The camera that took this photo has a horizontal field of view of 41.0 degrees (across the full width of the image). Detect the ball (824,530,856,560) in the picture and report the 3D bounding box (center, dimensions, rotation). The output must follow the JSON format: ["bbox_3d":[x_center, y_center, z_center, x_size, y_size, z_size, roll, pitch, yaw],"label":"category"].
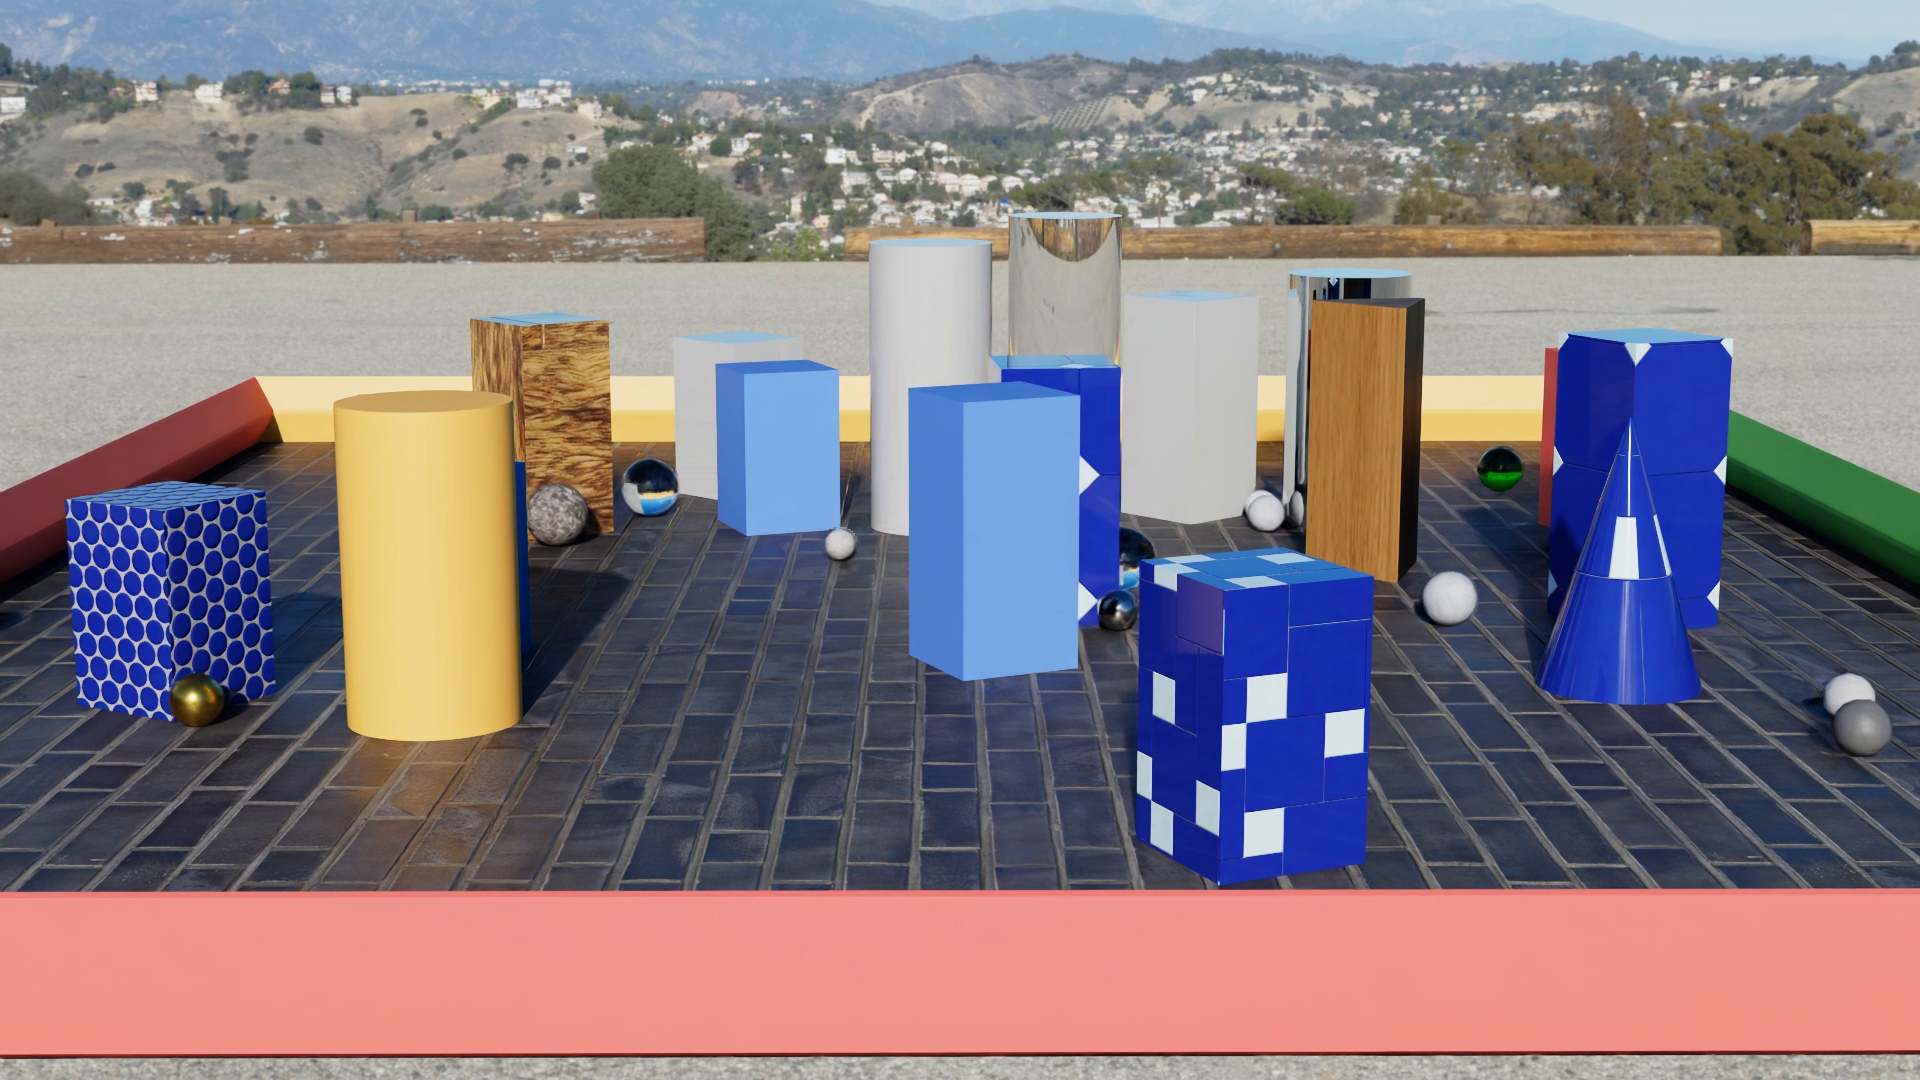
[{"bbox_3d":[-0.178,0.007,3.811,0.046,0.046,0.046,0,11,0],"label":"ball"}]

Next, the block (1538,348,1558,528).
[{"bbox_3d":[1.016,-0.154,4.030,0.155,0.282,0.155,-2,11,-8],"label":"block"}]

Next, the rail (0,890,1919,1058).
[{"bbox_3d":[0.009,0.317,1.918,2.724,0.126,0.045,0,11,0],"label":"rail"}]

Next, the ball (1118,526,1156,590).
[{"bbox_3d":[0.227,0.027,3.583,0.091,0.091,0.091,0,11,0],"label":"ball"}]

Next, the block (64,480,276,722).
[{"bbox_3d":[-0.909,0.067,2.958,0.155,0.240,0.155,6,12,29],"label":"block"}]

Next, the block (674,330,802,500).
[{"bbox_3d":[-0.378,-0.214,4.392,0.155,0.268,0.155,10,14,43],"label":"block"}]

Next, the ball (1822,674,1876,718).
[{"bbox_3d":[0.993,0.178,2.864,0.057,0.057,0.057,0,11,0],"label":"ball"}]

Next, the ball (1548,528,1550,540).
[{"bbox_3d":[0.917,-0.010,3.902,0.046,0.046,0.046,0,11,0],"label":"ball"}]

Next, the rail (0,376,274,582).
[{"bbox_3d":[-1.338,0.034,3.441,0.045,0.126,3.162,0,11,0],"label":"rail"}]

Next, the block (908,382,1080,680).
[{"bbox_3d":[0.040,-0.015,3.138,0.155,0.335,0.155,-5,12,-25],"label":"block"}]

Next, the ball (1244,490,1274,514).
[{"bbox_3d":[0.484,-0.054,4.123,0.053,0.053,0.053,0,11,0],"label":"ball"}]

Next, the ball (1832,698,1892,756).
[{"bbox_3d":[0.960,0.200,2.732,0.061,0.061,0.061,0,11,0],"label":"ball"}]

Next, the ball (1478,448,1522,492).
[{"bbox_3d":[0.932,-0.122,4.426,0.076,0.076,0.076,0,11,0],"label":"ball"}]

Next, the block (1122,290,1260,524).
[{"bbox_3d":[0.375,-0.220,4.183,0.155,0.356,0.155,-9,14,-41],"label":"block"}]

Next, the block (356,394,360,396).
[{"bbox_3d":[-0.784,-0.069,3.639,0.155,0.259,0.155,0,11,-3],"label":"block"}]

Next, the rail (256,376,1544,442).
[{"bbox_3d":[-0.009,-0.252,4.980,2.724,0.126,0.045,0,11,0],"label":"rail"}]

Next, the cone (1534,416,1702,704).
[{"bbox_3d":[0.782,0.013,3.020,0.194,0.323,0.194,0,11,0],"label":"cone"}]

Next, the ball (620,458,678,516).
[{"bbox_3d":[-0.505,-0.085,4.179,0.094,0.094,0.094,0,11,0],"label":"ball"}]

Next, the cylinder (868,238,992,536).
[{"bbox_3d":[-0.046,-0.245,4.060,0.194,0.450,0.194,0,11,0],"label":"cylinder"}]

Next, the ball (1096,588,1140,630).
[{"bbox_3d":[0.206,0.090,3.338,0.055,0.055,0.055,0,11,0],"label":"ball"}]

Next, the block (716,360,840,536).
[{"bbox_3d":[-0.290,-0.150,4.085,0.155,0.254,0.155,-4,11,-21],"label":"block"}]

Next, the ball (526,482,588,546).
[{"bbox_3d":[-0.616,-0.039,3.920,0.097,0.097,0.097,0,11,0],"label":"ball"}]

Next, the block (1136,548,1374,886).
[{"bbox_3d":[0.271,0.159,2.381,0.155,0.270,0.155,-5,12,-24],"label":"block"}]

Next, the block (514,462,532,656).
[{"bbox_3d":[-0.640,0.029,3.160,0.155,0.240,0.155,4,11,22],"label":"block"}]

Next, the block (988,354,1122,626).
[{"bbox_3d":[0.123,-0.068,3.408,0.155,0.340,0.155,-1,11,-5],"label":"block"}]

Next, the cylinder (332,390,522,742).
[{"bbox_3d":[-0.591,0.024,2.858,0.194,0.360,0.194,0,11,0],"label":"cylinder"}]

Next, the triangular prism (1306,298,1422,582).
[{"bbox_3d":[0.618,-0.152,3.724,0.146,0.390,0.168,-9,14,-40],"label":"triangular prism"}]

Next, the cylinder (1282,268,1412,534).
[{"bbox_3d":[0.609,-0.219,4.047,0.194,0.404,0.194,0,11,0],"label":"cylinder"}]

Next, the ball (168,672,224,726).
[{"bbox_3d":[-0.849,0.177,2.855,0.060,0.060,0.060,0,11,0],"label":"ball"}]

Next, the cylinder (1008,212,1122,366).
[{"bbox_3d":[0.179,-0.322,4.416,0.194,0.472,0.194,0,11,0],"label":"cylinder"}]

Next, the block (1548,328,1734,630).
[{"bbox_3d":[0.891,-0.080,3.370,0.155,0.378,0.155,-5,12,-24],"label":"block"}]

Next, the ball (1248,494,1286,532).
[{"bbox_3d":[0.482,-0.042,4.039,0.059,0.059,0.059,0,11,0],"label":"ball"}]

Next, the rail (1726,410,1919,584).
[{"bbox_3d":[1.338,0.031,3.457,0.045,0.126,3.162,0,11,0],"label":"rail"}]

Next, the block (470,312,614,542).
[{"bbox_3d":[-0.656,-0.180,4.029,0.155,0.334,0.155,-9,14,-40],"label":"block"}]

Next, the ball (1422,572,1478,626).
[{"bbox_3d":[0.642,0.077,3.364,0.072,0.072,0.072,0,11,0],"label":"ball"}]
